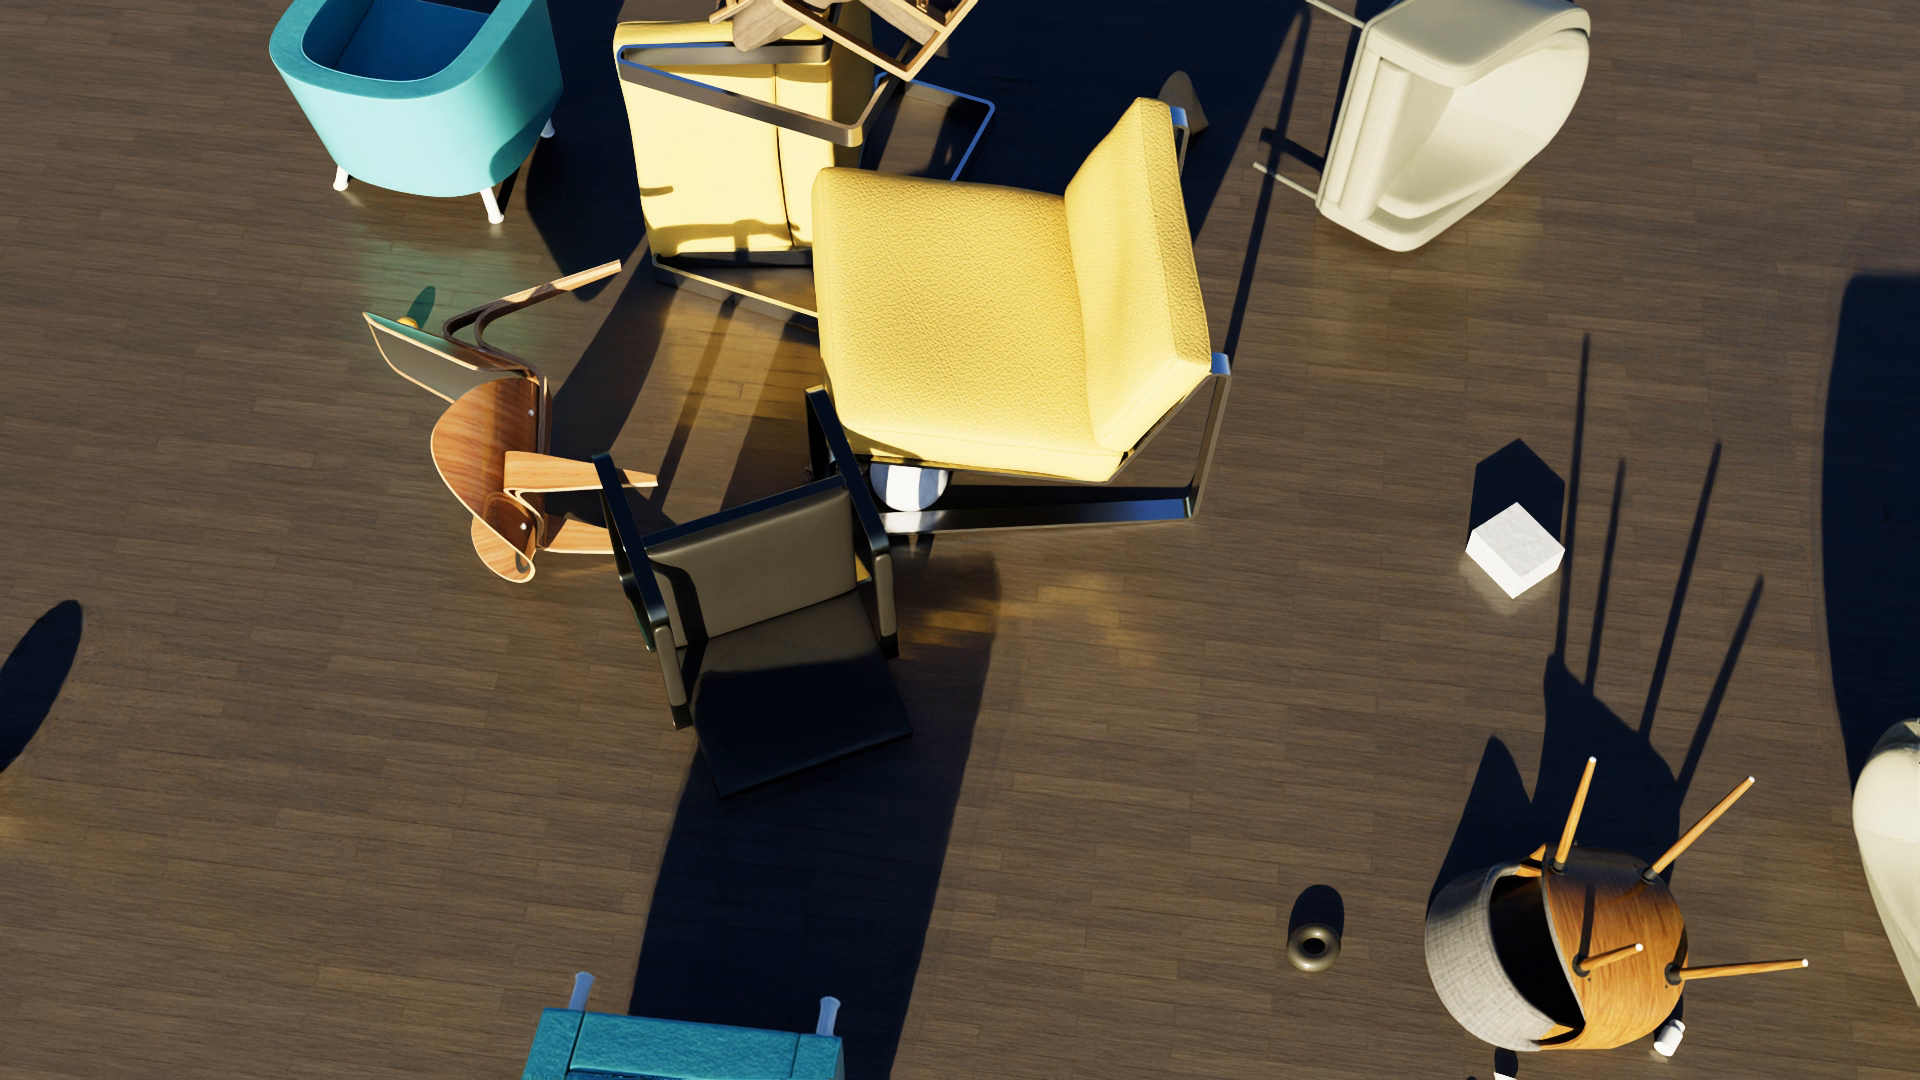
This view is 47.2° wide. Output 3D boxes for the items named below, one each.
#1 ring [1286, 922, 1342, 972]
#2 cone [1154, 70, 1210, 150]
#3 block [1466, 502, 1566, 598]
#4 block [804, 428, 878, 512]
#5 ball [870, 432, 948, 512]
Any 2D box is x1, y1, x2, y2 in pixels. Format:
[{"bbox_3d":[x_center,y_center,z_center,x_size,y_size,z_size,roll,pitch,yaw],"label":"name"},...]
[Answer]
[{"bbox_3d":[0.936,1.077,5.821,0.153,0.051,0.133,-25,59,-17],"label":"ring"},{"bbox_3d":[0.787,-1.438,7.485,0.162,0.206,0.285,15,70,-32],"label":"cone"},{"bbox_3d":[1.637,0.030,6.488,0.177,0.110,0.205,-30,61,-19],"label":"block"},{"bbox_3d":[-0.351,-0.213,6.651,0.163,0.110,0.174,27,60,17],"label":"block"},{"bbox_3d":[-0.151,-0.203,6.568,0.236,0.236,0.236,0,56,0],"label":"ball"}]
